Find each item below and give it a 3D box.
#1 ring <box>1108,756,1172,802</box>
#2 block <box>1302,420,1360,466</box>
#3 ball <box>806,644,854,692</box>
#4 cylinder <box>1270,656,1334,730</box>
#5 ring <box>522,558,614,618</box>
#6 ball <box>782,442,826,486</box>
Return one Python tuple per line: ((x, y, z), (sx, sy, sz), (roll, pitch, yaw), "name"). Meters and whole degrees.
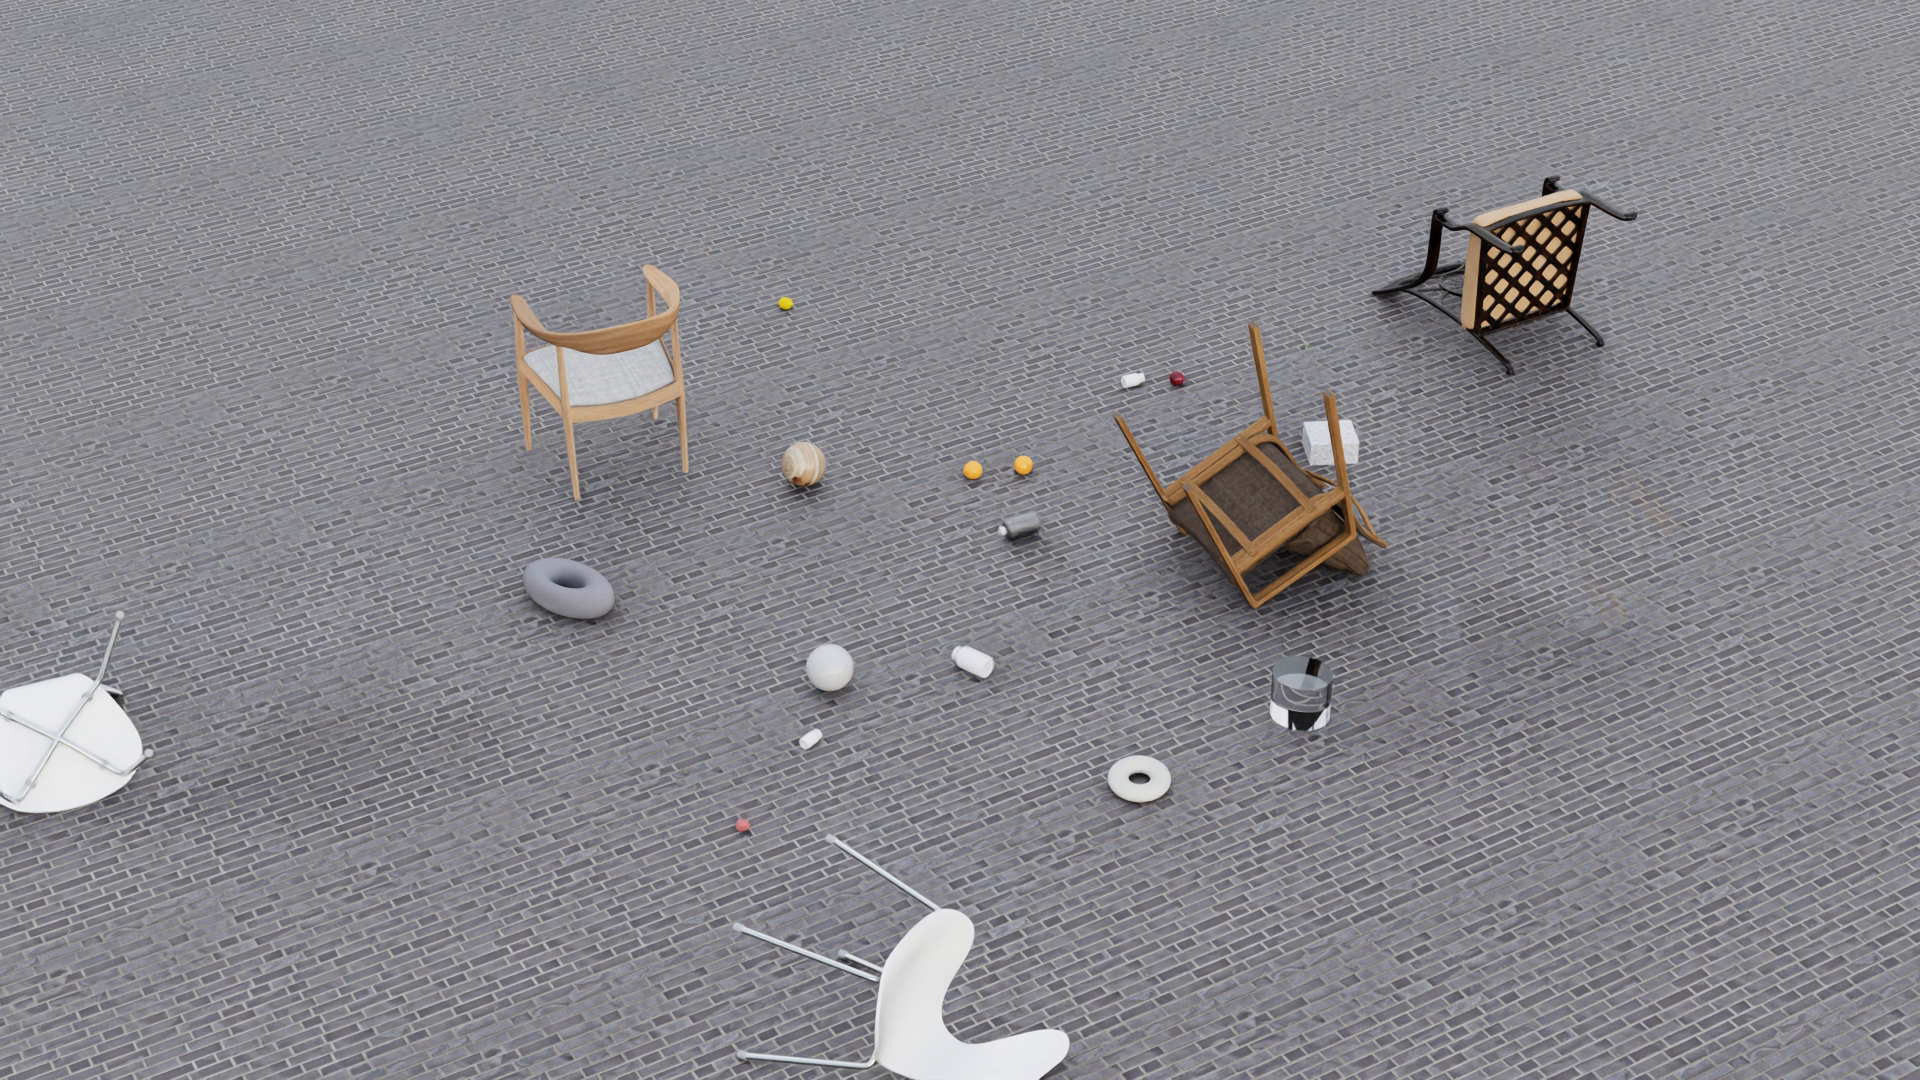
((0.594, 0.790, 9.705), (0.211, 0.046, 0.230), (6, 35, 8), "ring")
((1.445, -0.380, 11.436), (0.187, 0.093, 0.175), (-3, 33, -4), "block")
((-0.449, 0.441, 10.126), (0.164, 0.164, 0.164), (0, 33, 0), "ball")
((1.163, 0.523, 9.995), (0.208, 0.171, 0.193), (19, 38, 26), "cylinder")
((-1.413, 0.174, 10.577), (0.388, 0.117, 0.226), (21, 40, 27), "ring")
((-0.599, -0.291, 11.230), (0.172, 0.172, 0.172), (0, 33, 0), "ball")
